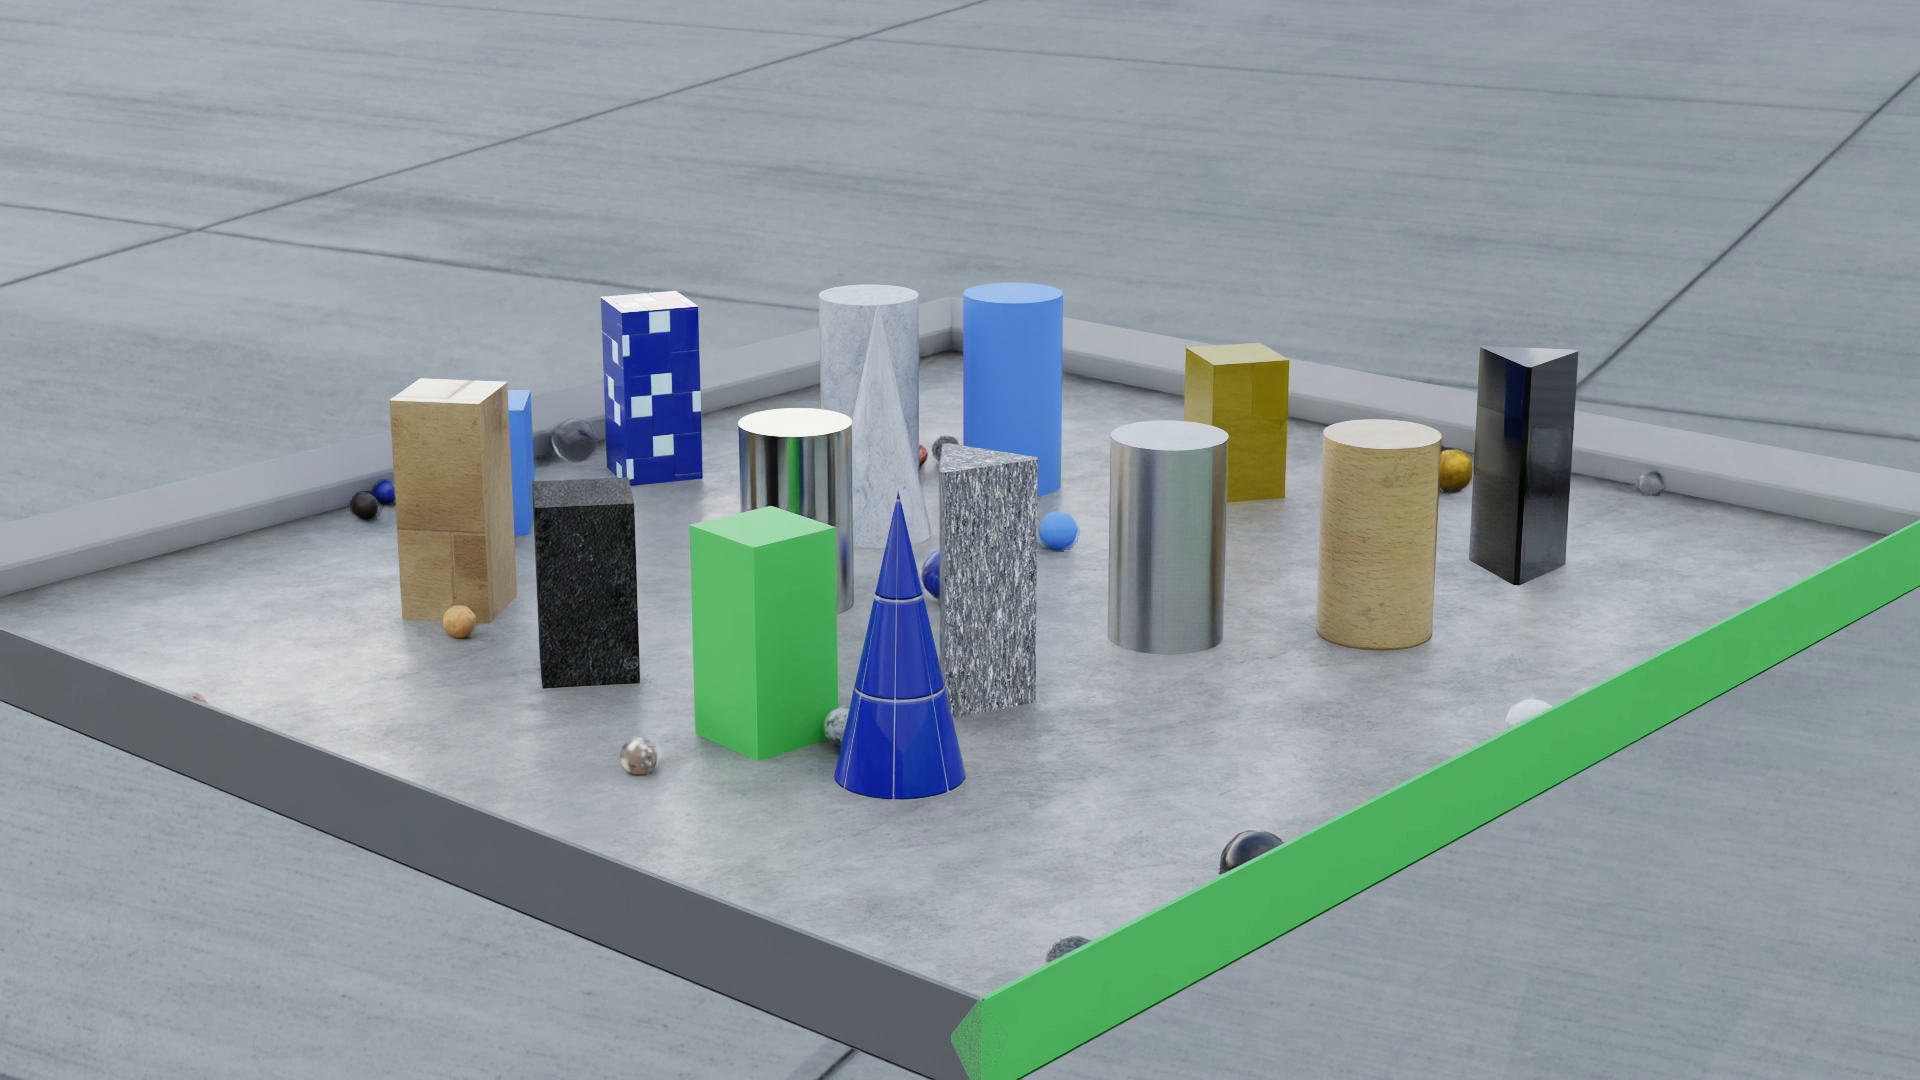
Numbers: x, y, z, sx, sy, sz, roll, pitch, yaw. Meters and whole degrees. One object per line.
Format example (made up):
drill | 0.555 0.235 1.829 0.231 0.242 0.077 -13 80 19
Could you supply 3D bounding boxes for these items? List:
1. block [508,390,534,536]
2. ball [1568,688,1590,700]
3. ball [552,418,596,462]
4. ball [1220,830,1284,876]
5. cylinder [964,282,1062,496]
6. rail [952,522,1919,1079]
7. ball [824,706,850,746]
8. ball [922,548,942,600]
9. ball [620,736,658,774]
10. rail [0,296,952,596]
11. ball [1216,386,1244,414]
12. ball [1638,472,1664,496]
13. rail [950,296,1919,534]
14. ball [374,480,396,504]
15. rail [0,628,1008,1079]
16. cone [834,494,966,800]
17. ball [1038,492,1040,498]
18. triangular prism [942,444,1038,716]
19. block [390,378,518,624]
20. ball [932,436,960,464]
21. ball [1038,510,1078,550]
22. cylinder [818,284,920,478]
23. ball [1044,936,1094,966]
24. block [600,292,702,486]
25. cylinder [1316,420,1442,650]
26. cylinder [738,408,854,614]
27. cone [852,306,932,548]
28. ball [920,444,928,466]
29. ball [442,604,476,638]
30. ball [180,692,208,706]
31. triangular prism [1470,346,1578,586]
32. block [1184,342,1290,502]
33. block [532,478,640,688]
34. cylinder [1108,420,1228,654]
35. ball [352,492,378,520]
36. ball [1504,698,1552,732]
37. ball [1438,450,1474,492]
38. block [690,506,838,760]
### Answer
block | -0.887 -0.145 5.512 0.155 0.241 0.155 -1 17 -3
ball | 0.957 0.260 4.458 0.073 0.073 0.073 0 17 0
ball | -0.786 -0.203 5.966 0.088 0.088 0.088 0 17 0
ball | 0.390 0.429 3.857 0.097 0.097 0.097 0 17 0
cylinder | 0.103 -0.295 5.753 0.194 0.387 0.194 0 17 0
rail | 0.930 0.265 4.347 0.045 0.126 2.817 14 22 39
ball | -0.175 0.281 4.410 0.061 0.061 0.061 0 17 0
ball | -0.021 0.059 5.088 0.093 0.093 0.093 0 17 0
ball | -0.472 0.316 4.304 0.054 0.054 0.054 0 17 0
rail | -0.930 -0.202 5.893 0.045 0.126 2.817 14 22 39
ball | 0.584 -0.305 6.349 0.062 0.062 0.062 0 17 0
ball | 1.350 -0.111 5.732 0.047 0.047 0.047 0 17 0
rail | 0.908 -0.271 6.121 2.511 0.126 0.045 14 22 39
ball | -1.110 -0.092 5.672 0.046 0.046 0.046 0 17 0
rail | -0.908 0.334 4.119 2.511 0.126 0.045 14 22 39
cone | -0.088 0.138 4.236 0.194 0.435 0.194 0 17 0
ball | 0.104 -0.086 5.571 0.094 0.094 0.094 0 17 0
triangular prism | 0.011 0.057 4.573 0.168 0.395 0.145 -9 19 -27
block | -0.863 -0.068 5.007 0.155 0.384 0.155 3 17 9
ball | -0.028 -0.183 5.952 0.059 0.059 0.059 0 17 0
ball | 0.179 -0.018 5.380 0.072 0.072 0.072 0 17 0
cylinder | -0.178 -0.293 5.755 0.194 0.383 0.194 0 17 0
ball | 0.142 0.523 3.570 0.081 0.081 0.081 0 17 0
block | -0.614 -0.303 5.844 0.155 0.351 0.155 -7 18 -21
cylinder | 0.696 -0.010 4.883 0.194 0.345 0.194 0 17 0
cylinder | -0.281 -0.046 5.038 0.194 0.323 0.194 0 17 0
cone | -0.150 -0.225 5.427 0.194 0.443 0.194 0 17 0
ball | -0.090 -0.172 5.934 0.047 0.047 0.047 0 17 0
ball | -0.836 0.136 4.901 0.055 0.055 0.055 0 17 0
ball | -1.180 0.259 4.495 0.054 0.054 0.054 0 17 0
triangular prism | 0.982 -0.141 5.229 0.145 0.396 0.168 14 22 38
block | 0.538 -0.230 5.730 0.155 0.276 0.155 -5 17 -15
block | -0.600 0.067 4.705 0.155 0.299 0.155 -3 17 -9
cylinder | 0.344 -0.006 4.864 0.194 0.348 0.194 0 17 0
ball | -1.131 -0.065 5.575 0.050 0.050 0.050 0 17 0
ball | 0.855 0.278 4.383 0.082 0.082 0.082 0 17 0
ball | 0.965 -0.137 5.756 0.083 0.083 0.083 0 17 0
block | -0.294 0.138 4.415 0.155 0.331 0.155 -14 22 -40
